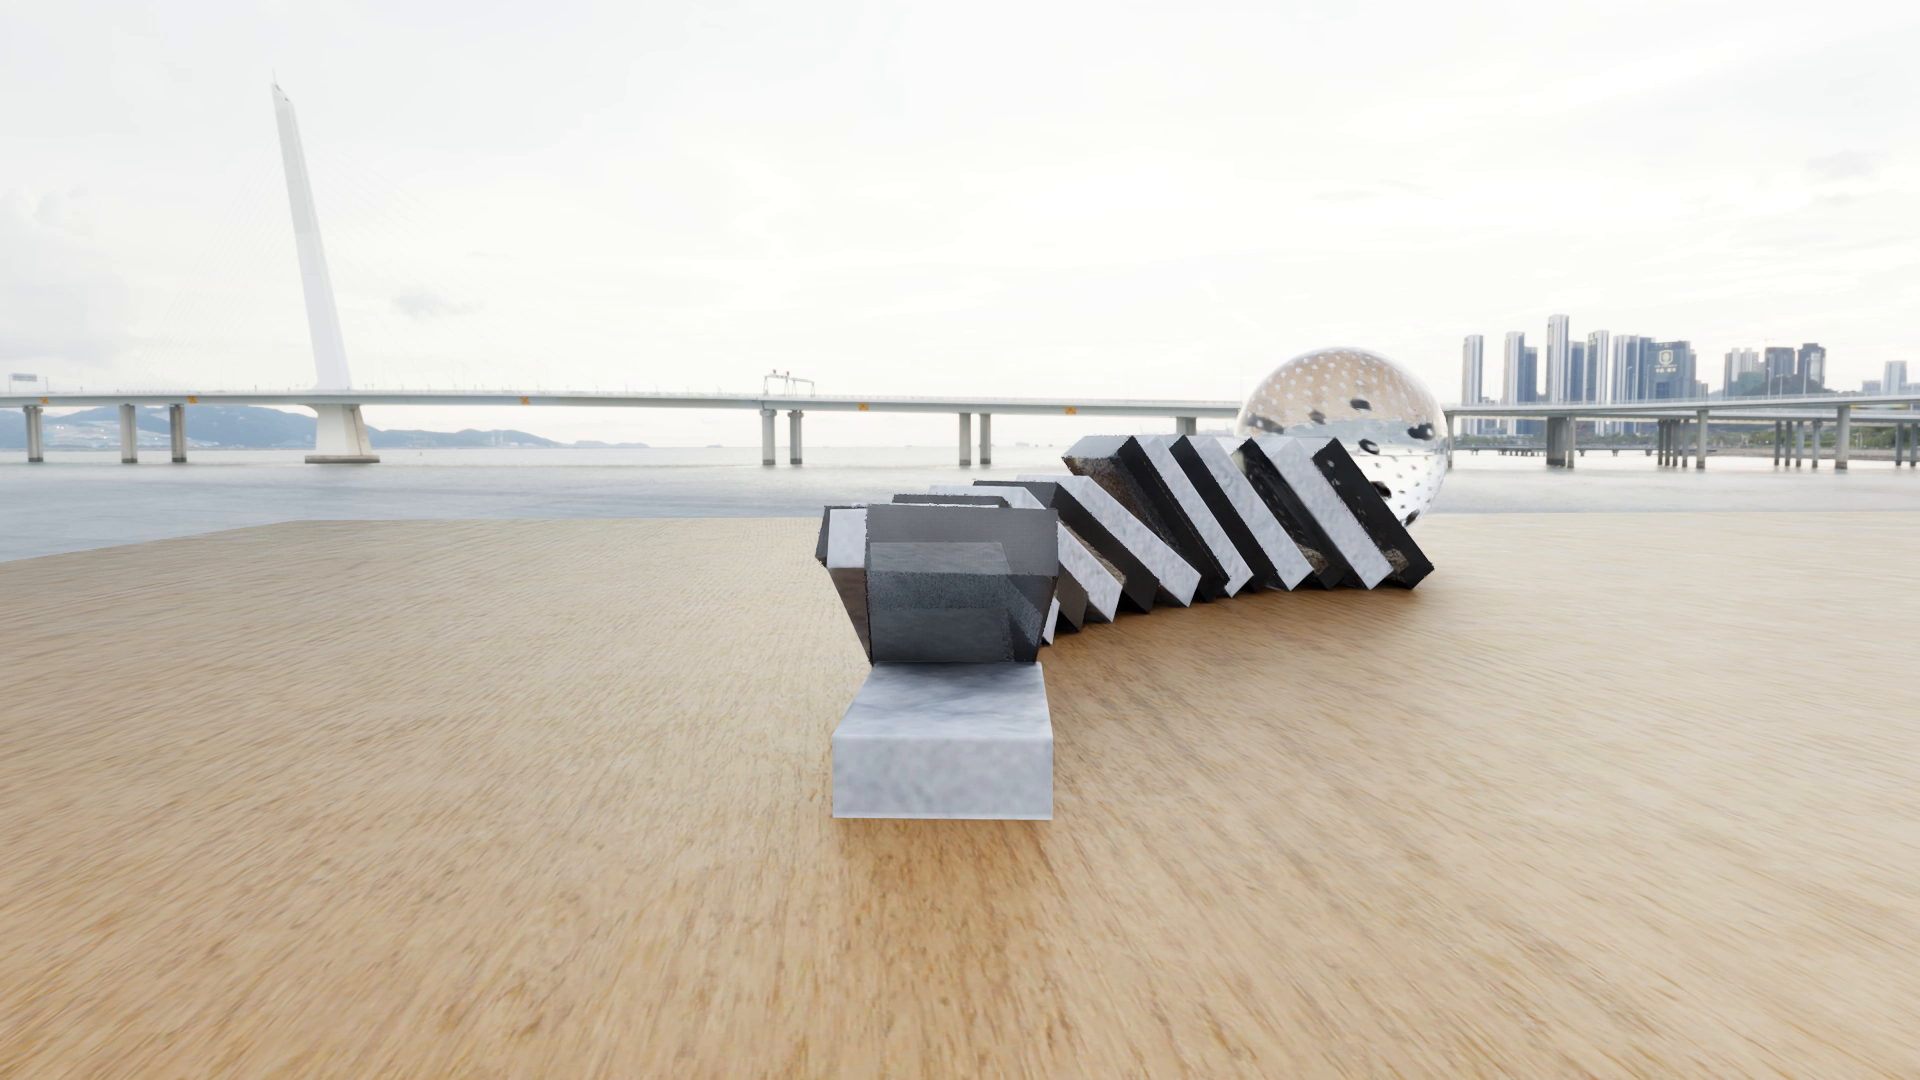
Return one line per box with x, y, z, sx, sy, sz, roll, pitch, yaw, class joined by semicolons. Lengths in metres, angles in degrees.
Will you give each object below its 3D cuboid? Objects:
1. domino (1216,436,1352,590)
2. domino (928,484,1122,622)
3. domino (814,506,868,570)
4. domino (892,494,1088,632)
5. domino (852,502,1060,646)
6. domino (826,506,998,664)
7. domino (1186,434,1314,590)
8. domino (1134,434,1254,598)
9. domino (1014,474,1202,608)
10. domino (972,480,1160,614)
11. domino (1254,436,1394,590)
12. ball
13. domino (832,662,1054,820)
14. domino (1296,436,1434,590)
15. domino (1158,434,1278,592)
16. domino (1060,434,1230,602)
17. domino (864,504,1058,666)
0.093;-0.008;0.380;0.009;0.050;0.025;-40;10;-5;domino
0.015;0.004;0.297;0.025;0.009;0.050;3;-25;36;domino
-0.005;0.009;0.235;0.025;0.010;0.050;1;-24;20;domino
0.007;0.006;0.277;0.025;0.009;0.050;2;-24;29;domino
0.000;0.008;0.258;0.025;0.009;0.050;2;-23;26;domino
-0.005;0.010;0.211;0.025;0.009;0.050;-1;-25;5;domino
0.080;-0.008;0.376;0.010;0.050;0.025;-41;12;-9;domino
0.059;-0.007;0.359;0.010;0.050;0.025;-43;18;-16;domino
0.037;0.000;0.330;0.050;0.010;0.025;37;-20;-35;domino
0.025;0.002;0.314;0.025;0.010;0.050;4;-25;41;domino
0.105;-0.008;0.381;0.009;0.050;0.025;-40;10;-5;domino
0.145;-0.034;0.492;0.080;0.080;0.080;0;4;0;ball
-0.001;0.025;0.170;0.025;0.010;0.050;0;4;2;domino
0.117;-0.008;0.382;0.009;0.050;0.025;-40;10;-5;domino
0.068;-0.008;0.368;0.009;0.050;0.025;-43;18;-16;domino
0.050;-0.006;0.348;0.009;0.050;0.025;-43;19;-16;domino
-0.001;0.010;0.189;0.025;0.009;0.050;2;-25;-1;domino
